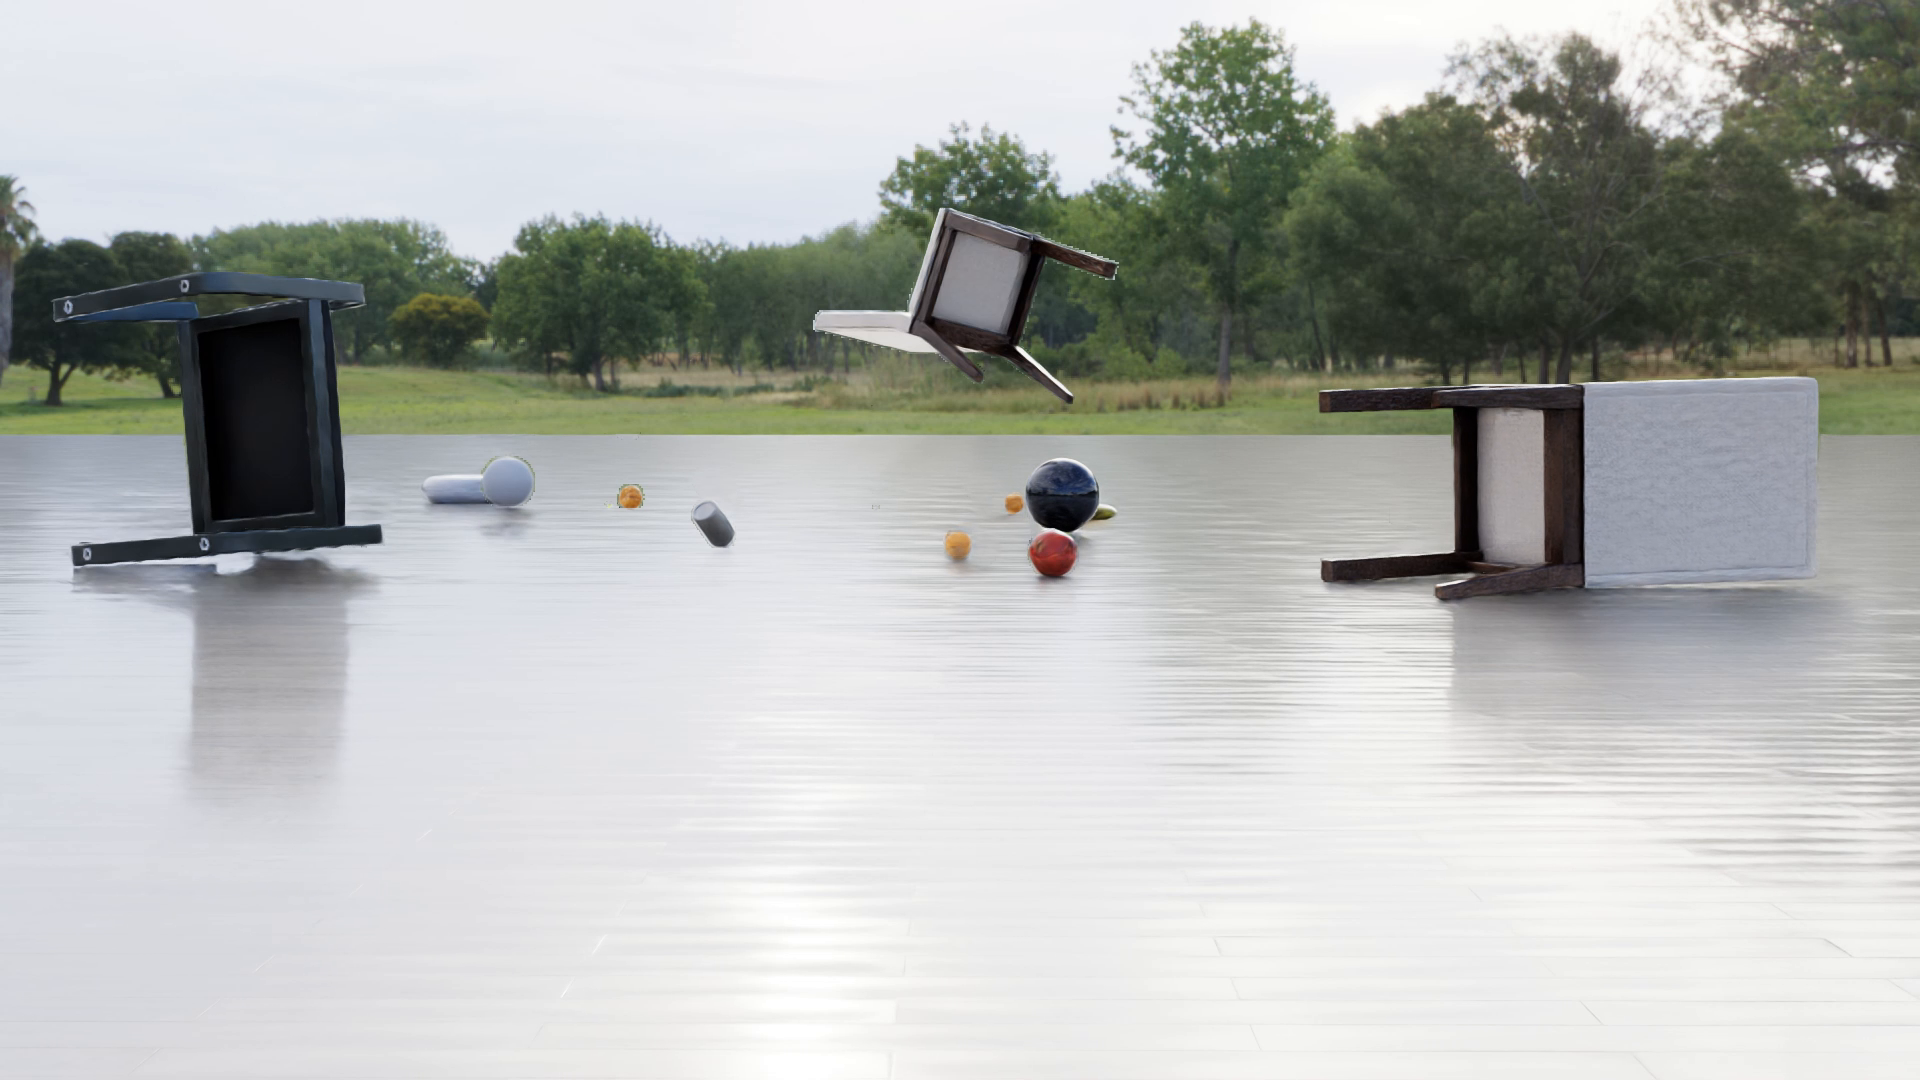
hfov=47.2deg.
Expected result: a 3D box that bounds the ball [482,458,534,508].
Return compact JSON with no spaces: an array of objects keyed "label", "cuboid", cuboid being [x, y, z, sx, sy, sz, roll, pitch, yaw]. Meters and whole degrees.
[{"label":"ball","cuboid":[-1.717,-0.220,8.352,0.191,0.191,0.191,0,4,0]}]

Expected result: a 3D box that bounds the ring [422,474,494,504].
[{"label":"ring","cuboid":[-1.953,-0.201,8.711,0.353,0.106,0.387,0,3,-10]}]

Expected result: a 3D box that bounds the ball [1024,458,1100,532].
[{"label":"ball","cuboid":[0.320,-0.140,6.873,0.234,0.234,0.234,0,4,0]}]

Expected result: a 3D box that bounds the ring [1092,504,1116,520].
[{"label":"ring","cuboid":[0.405,-0.103,7.661,0.193,0.053,0.412,-2,4,-30]}]
